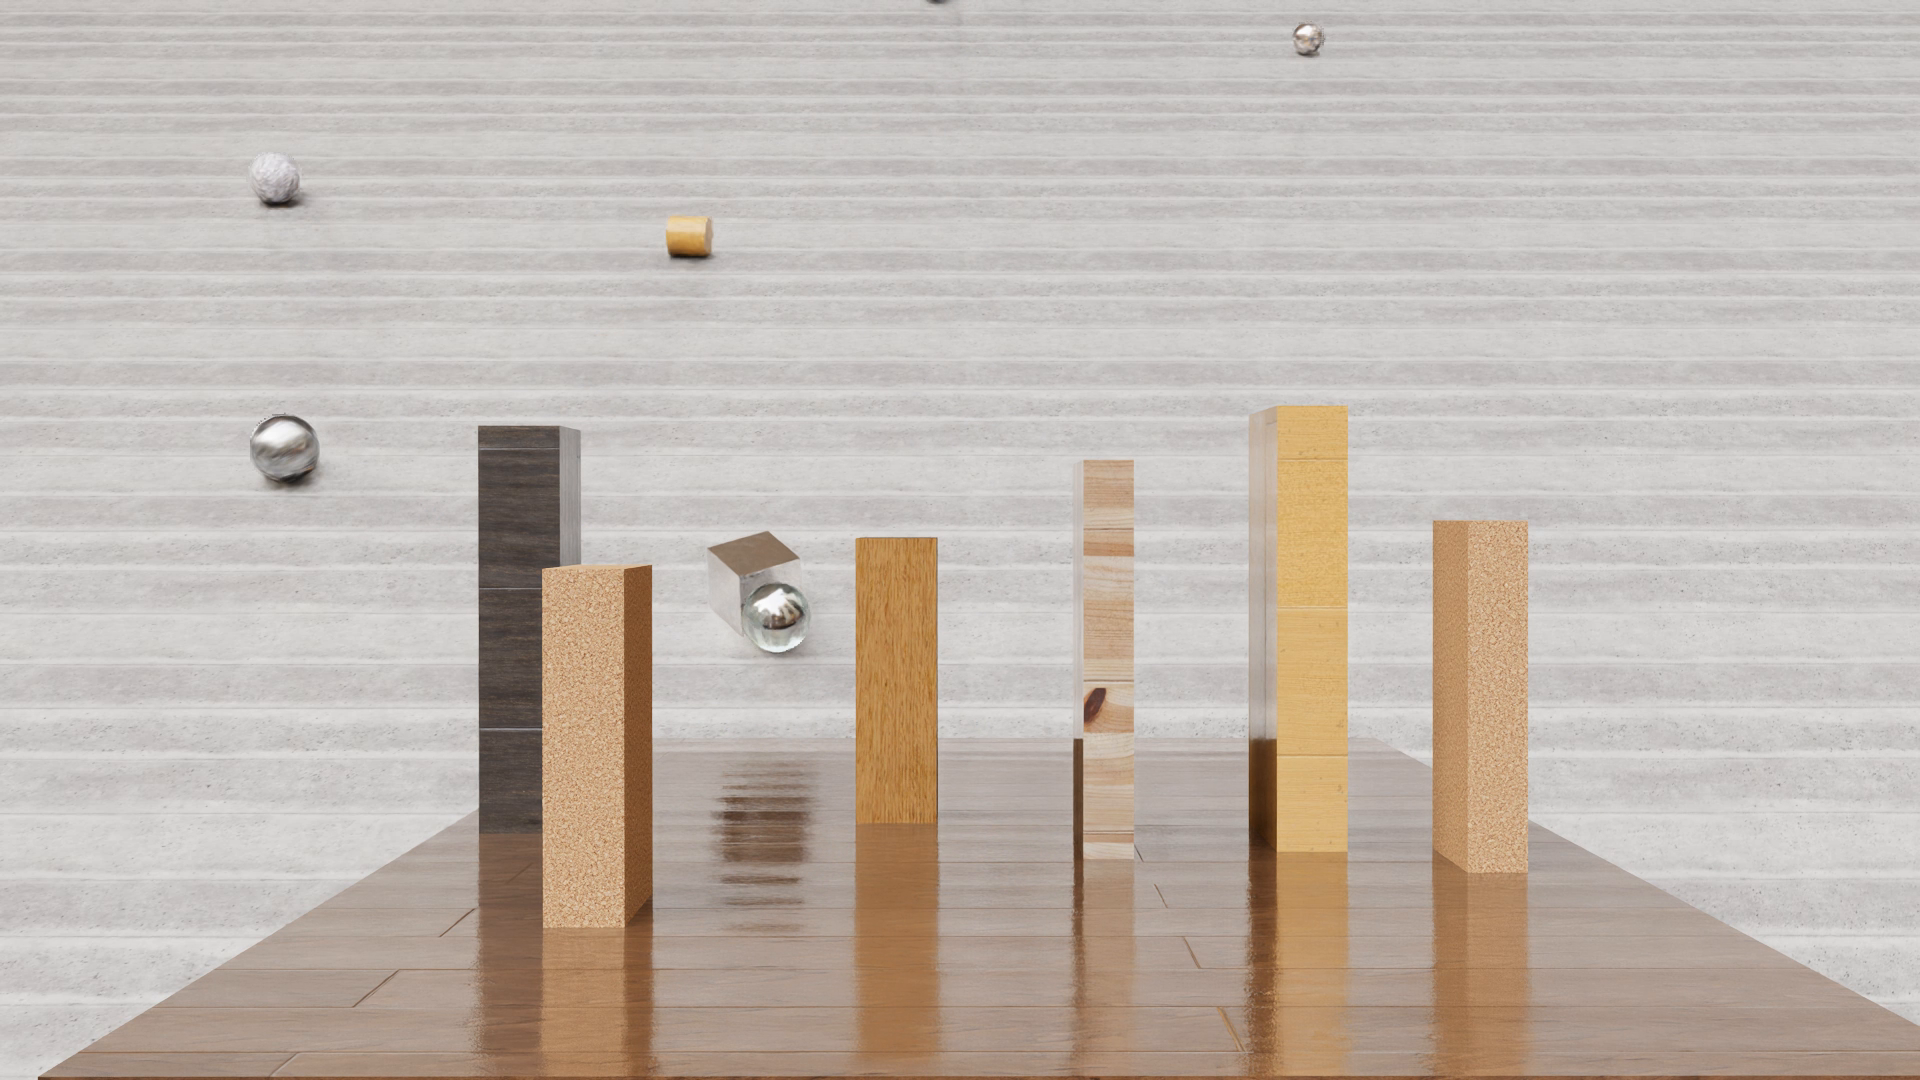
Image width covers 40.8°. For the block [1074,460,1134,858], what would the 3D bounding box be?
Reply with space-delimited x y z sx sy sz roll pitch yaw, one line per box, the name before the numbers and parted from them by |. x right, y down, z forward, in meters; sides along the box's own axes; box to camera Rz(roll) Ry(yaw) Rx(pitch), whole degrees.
block | 0.246 0.196 4.462 0.084 0.660 0.377 0 1 0

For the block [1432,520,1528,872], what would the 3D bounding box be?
block | 0.855 0.248 4.260 0.096 0.560 0.304 0 1 0

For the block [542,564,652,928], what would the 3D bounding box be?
block | -0.520 0.286 3.730 0.113 0.495 0.331 0 1 0

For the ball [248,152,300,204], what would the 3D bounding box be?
ball | -2.692 -1.420 10.148 0.197 0.197 0.197 0 28 0

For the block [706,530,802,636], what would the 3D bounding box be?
block | -0.580 0.122 7.307 0.195 0.195 0.195 -17 33 -28

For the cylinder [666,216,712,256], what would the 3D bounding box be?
cylinder | -1.013 -1.137 9.680 0.145 0.145 0.145 4 29 6

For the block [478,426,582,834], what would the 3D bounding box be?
block | -0.788 0.159 4.751 0.146 0.730 0.262 0 1 0

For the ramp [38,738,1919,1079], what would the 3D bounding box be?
ramp | 0.064 0.575 4.618 2.000 0.100 4.000 0 1 0

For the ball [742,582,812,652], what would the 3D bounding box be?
ball | -0.507 0.214 7.142 0.191 0.191 0.191 0 28 0

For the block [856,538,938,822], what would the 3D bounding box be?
block | -0.118 0.259 4.927 0.150 0.526 0.296 0 1 0

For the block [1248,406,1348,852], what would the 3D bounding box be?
block | 0.595 0.148 4.579 0.119 0.754 0.425 0 1 0

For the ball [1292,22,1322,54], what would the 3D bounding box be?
ball | 1.589 -2.295 11.822 0.140 0.140 0.140 0 28 0

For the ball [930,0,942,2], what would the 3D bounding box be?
ball | -0.115 -2.689 12.528 0.159 0.159 0.159 0 28 0

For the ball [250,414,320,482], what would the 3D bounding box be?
ball | -2.100 -0.286 8.044 0.209 0.209 0.209 0 28 0
